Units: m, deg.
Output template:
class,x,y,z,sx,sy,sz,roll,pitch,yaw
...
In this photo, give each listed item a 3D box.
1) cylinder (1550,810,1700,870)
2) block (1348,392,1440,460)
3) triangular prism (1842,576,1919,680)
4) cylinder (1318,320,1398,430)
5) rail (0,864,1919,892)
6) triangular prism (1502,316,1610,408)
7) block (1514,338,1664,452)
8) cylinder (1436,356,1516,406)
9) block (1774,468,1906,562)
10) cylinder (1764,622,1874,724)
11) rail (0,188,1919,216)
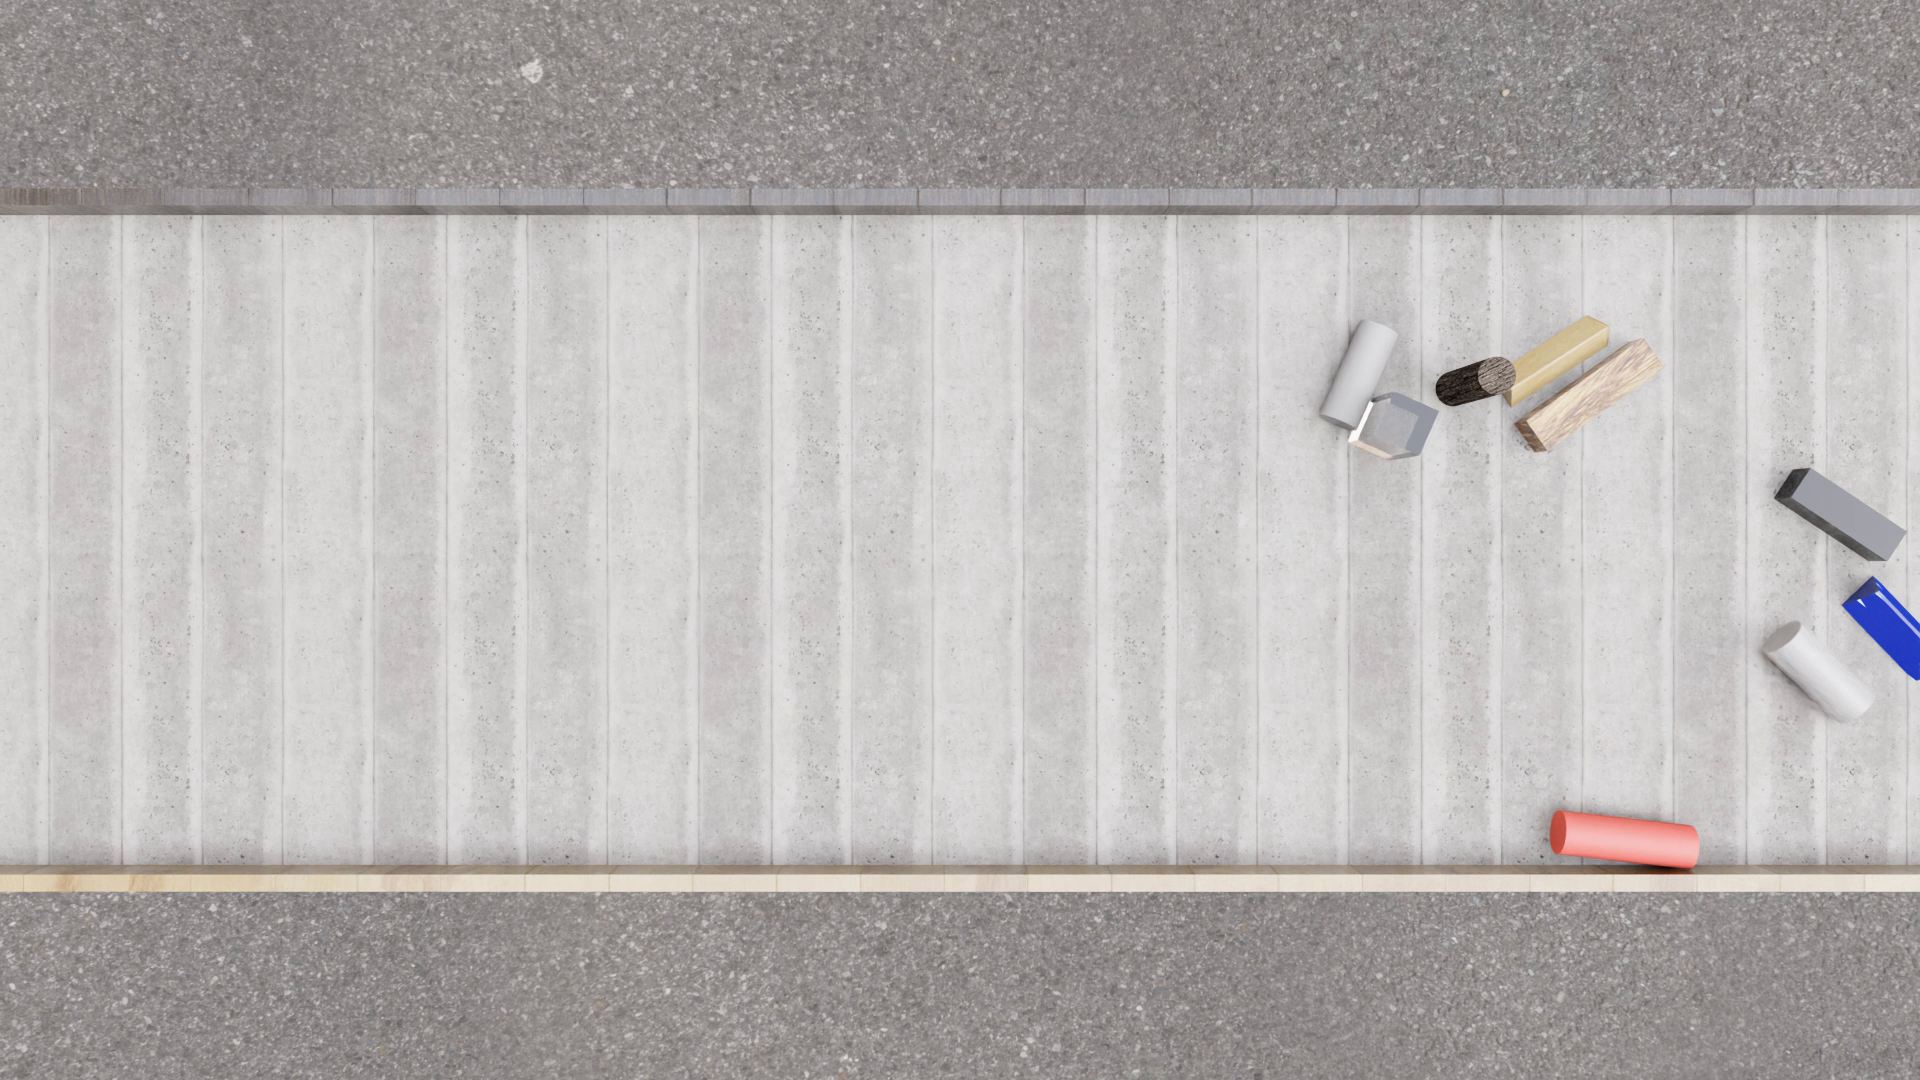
class,x,y,z,sx,sy,sz,roll,pitch,yaw
cylinder,2.016,0.910,5.010,0.401,0.133,0.133,7,90,0
block,1.286,-0.336,4.910,0.141,0.332,0.141,24,90,0
triangular prism,2.872,0.272,5.016,0.133,0.115,0.322,-44,90,0
cylinder,1.212,-0.500,5.015,0.124,0.124,0.313,24,90,0
rail,-2.247,1.025,5.001,12.000,0.150,0.050,0,90,0
triangular prism,1.812,-0.550,5.026,0.351,0.097,0.112,-33,90,0
block,1.914,-0.439,5.021,0.433,0.111,0.111,-35,90,0
cylinder,1.518,-0.465,4.869,0.108,0.416,0.108,0,90,0
block,2.679,-0.077,5.023,0.348,0.108,0.108,34,90,0
cylinder,2.605,0.403,5.009,0.306,0.135,0.135,44,90,0
rail,-2.247,-1.025,5.002,12.000,0.150,0.050,0,90,0
